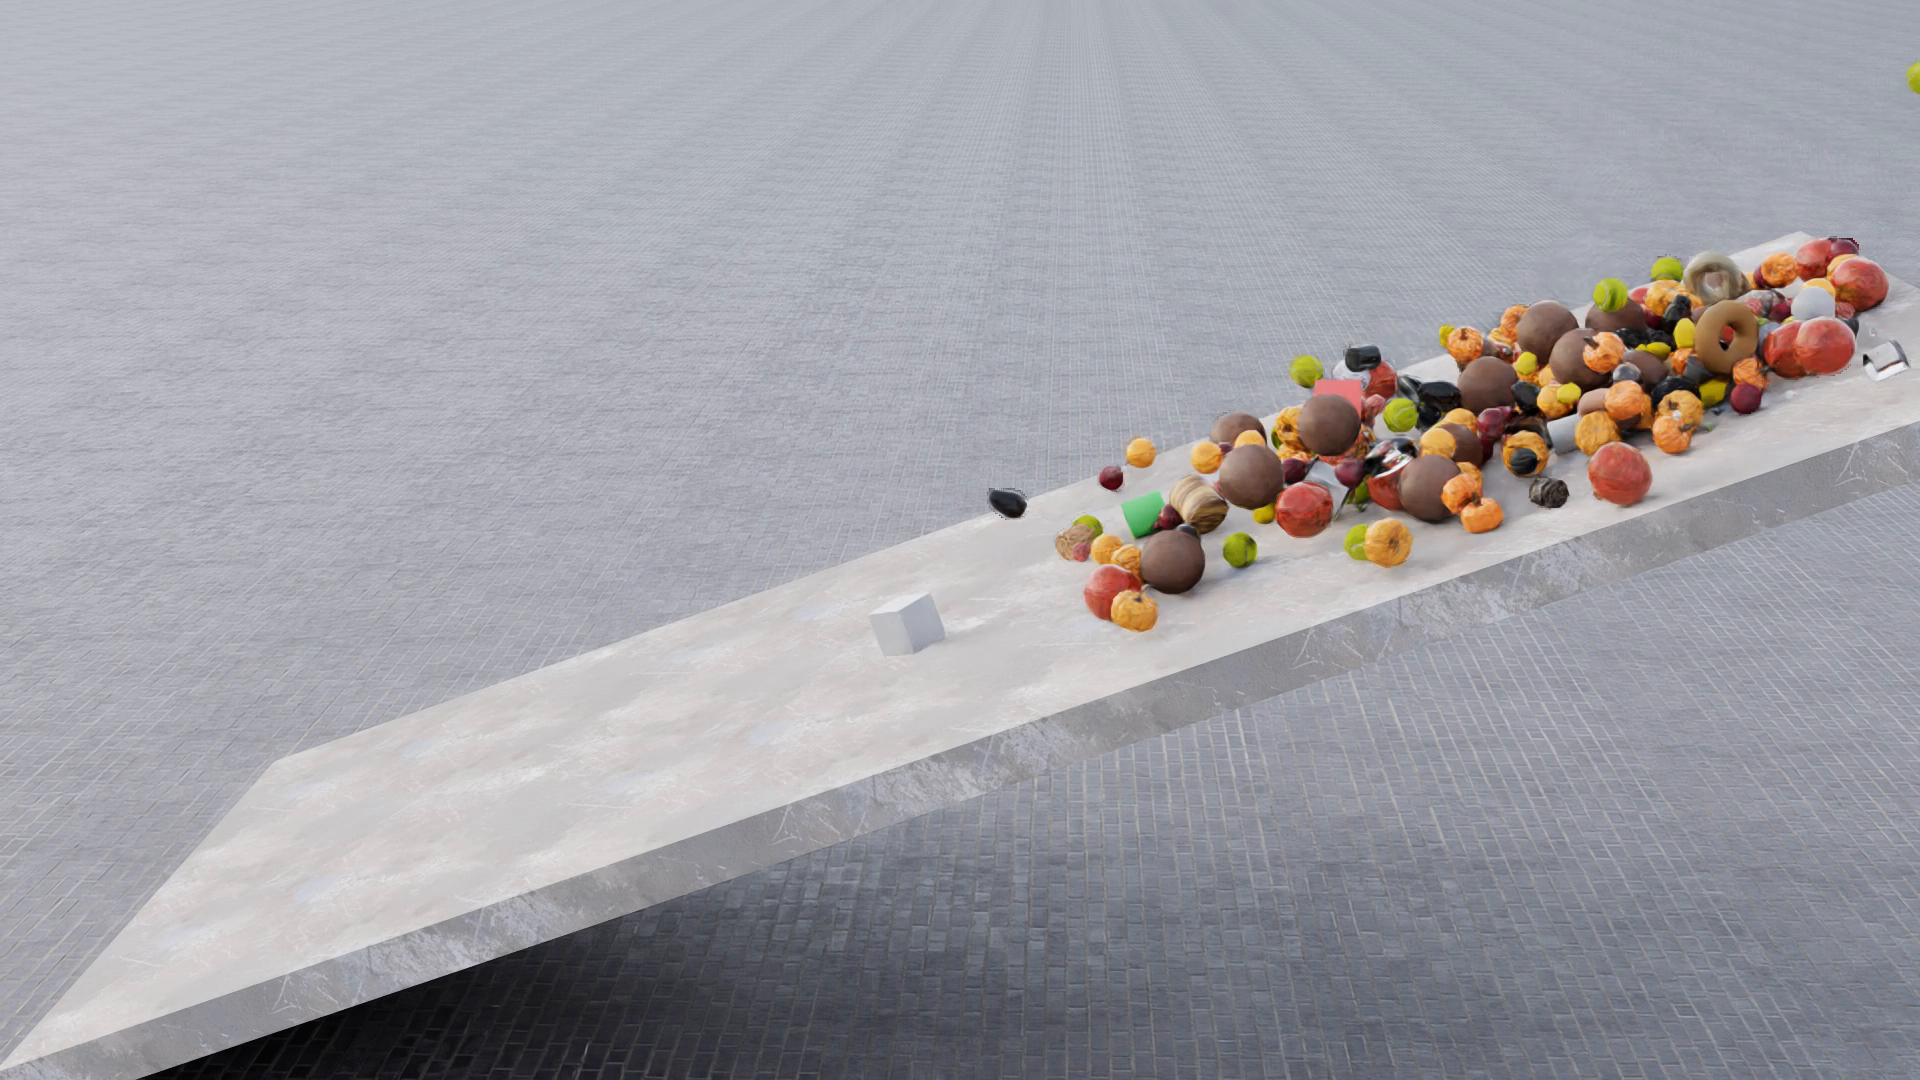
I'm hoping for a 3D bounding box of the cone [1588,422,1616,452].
[{"bbox_3d":[1.234,-0.211,5.713,0.058,0.058,0.058,-33,26,18],"label":"cone"}]

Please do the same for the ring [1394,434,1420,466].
[{"bbox_3d":[0.932,-0.189,6.139,0.026,0.077,0.077,-37,19,-5],"label":"ring"}]

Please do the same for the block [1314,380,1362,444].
[{"bbox_3d":[0.803,-0.273,6.257,0.098,0.098,0.098,0,-29,6],"label":"block"}]

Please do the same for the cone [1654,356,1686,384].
[{"bbox_3d":[1.453,-0.317,5.940,0.076,0.076,0.076,-2,37,-10],"label":"cone"}]

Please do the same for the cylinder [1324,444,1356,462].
[{"bbox_3d":[0.831,-0.203,6.438,0.051,0.051,0.051,9,31,34],"label":"cylinder"}]

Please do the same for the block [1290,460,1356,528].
[{"bbox_3d":[0.732,-0.094,5.920,0.086,0.086,0.086,29,27,9],"label":"block"}]

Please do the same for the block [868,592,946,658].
[{"bbox_3d":[-0.111,0.178,6.178,0.099,0.099,0.099,-8,17,47],"label":"block"}]

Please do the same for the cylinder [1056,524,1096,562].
[{"bbox_3d":[0.253,0.005,6.444,0.063,0.063,0.063,13,35,45],"label":"cylinder"}]

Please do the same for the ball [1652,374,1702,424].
[{"bbox_3d":[1.386,-0.272,5.690,0.095,0.095,0.095,0,13,0],"label":"ball"}]

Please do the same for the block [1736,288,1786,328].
[{"bbox_3d":[1.671,-0.474,6.177,0.076,0.076,0.076,-30,13,-24],"label":"block"}]

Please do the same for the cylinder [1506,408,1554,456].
[{"bbox_3d":[1.140,-0.212,5.858,0.076,0.076,0.076,-28,11,6],"label":"cylinder"}]

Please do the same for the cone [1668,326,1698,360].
[{"bbox_3d":[1.503,-0.383,6.146,0.090,0.090,0.090,32,31,-22],"label":"cone"}]

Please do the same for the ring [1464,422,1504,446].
[{"bbox_3d":[1.081,-0.219,6.061,0.081,0.027,0.081,-6,-25,-3],"label":"ring"}]

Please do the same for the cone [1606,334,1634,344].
[{"bbox_3d":[1.438,-0.408,6.412,0.061,0.061,0.061,2,45,11],"label":"cone"}]

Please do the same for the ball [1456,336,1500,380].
[{"bbox_3d":[1.115,-0.391,6.329,0.095,0.095,0.095,0,13,0],"label":"ball"}]

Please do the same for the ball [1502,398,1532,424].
[{"bbox_3d":[1.159,-0.263,6.117,0.067,0.067,0.067,0,13,0],"label":"ball"}]

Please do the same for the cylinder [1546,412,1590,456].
[{"bbox_3d":[1.197,-0.208,5.782,0.069,0.069,0.069,-18,9,12],"label":"cylinder"}]

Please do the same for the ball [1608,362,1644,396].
[{"bbox_3d":[1.288,-0.311,5.691,0.065,0.065,0.065,0,13,0],"label":"ball"}]

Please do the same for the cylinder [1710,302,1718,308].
[{"bbox_3d":[1.536,-0.431,5.884,0.072,0.072,0.072,18,2,-32],"label":"cylinder"}]

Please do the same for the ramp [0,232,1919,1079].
[{"bbox_3d":[0.114,0.177,6.299,4.000,0.100,2.000,-19,11,6],"label":"ramp"}]

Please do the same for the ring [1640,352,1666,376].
[{"bbox_3d":[1.436,-0.364,6.168,0.097,0.032,0.097,-25,1,0],"label":"ring"}]

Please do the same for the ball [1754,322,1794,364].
[{"bbox_3d":[1.623,-0.394,5.876,0.081,0.081,0.081,0,13,0],"label":"ball"}]

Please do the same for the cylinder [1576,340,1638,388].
[{"bbox_3d":[1.320,-0.359,6.002,0.094,0.094,0.094,5,13,35],"label":"cylinder"}]

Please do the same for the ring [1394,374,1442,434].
[{"bbox_3d":[0.992,-0.296,6.369,0.049,0.146,0.146,-32,17,-3],"label":"ring"}]

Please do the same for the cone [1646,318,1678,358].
[{"bbox_3d":[1.459,-0.408,6.211,0.093,0.093,0.093,-31,27,-27],"label":"cone"}]

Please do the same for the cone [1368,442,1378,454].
[{"bbox_3d":[0.845,-0.159,6.010,0.061,0.061,0.061,30,19,-11],"label":"cone"}]

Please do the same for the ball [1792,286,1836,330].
[{"bbox_3d":[1.688,-0.458,5.818,0.085,0.085,0.085,0,13,0],"label":"ball"}]

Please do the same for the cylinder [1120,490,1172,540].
[{"bbox_3d":[0.406,-0.056,6.411,0.086,0.086,0.086,-20,13,0],"label":"cylinder"}]

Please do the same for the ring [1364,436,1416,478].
[{"bbox_3d":[0.831,-0.161,5.694,0.111,0.037,0.111,-25,-23,-11],"label":"ring"}]

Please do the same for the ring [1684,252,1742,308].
[{"bbox_3d":[1.571,-0.542,6.139,0.123,0.123,0.041,8,27,30],"label":"ring"}]

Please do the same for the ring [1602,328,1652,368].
[{"bbox_3d":[1.372,-0.386,6.087,0.126,0.126,0.042,-5,46,-20],"label":"ring"}]

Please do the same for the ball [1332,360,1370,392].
[{"bbox_3d":[0.849,-0.353,6.379,0.082,0.082,0.082,0,13,0],"label":"ball"}]

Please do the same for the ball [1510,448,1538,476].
[{"bbox_3d":[1.065,-0.148,5.551,0.052,0.052,0.052,0,13,0],"label":"ball"}]

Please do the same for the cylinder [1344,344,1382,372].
[{"bbox_3d":[0.833,-0.376,6.080,0.053,0.053,0.053,-12,17,-35],"label":"cylinder"}]

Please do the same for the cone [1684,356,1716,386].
[{"bbox_3d":[1.424,-0.313,5.724,0.067,0.067,0.067,26,28,-15],"label":"cone"}]

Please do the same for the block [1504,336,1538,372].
[{"bbox_3d":[1.270,-0.421,6.662,0.061,0.061,0.061,-11,12,3],"label":"block"}]

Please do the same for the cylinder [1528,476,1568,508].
[{"bbox_3d":[1.088,-0.089,5.441,0.055,0.055,0.055,-3,8,-14],"label":"cylinder"}]

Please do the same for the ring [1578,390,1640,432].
[{"bbox_3d":[1.259,-0.251,5.701,0.122,0.041,0.122,14,-24,6],"label":"ring"}]

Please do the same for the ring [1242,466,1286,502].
[{"bbox_3d":[0.631,-0.116,6.110,0.101,0.034,0.101,31,18,-11],"label":"ring"}]

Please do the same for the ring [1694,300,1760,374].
[{"bbox_3d":[1.486,-0.392,5.700,0.146,0.146,0.049,-6,14,-26],"label":"ring"}]

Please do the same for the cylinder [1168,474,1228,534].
[{"bbox_3d":[0.505,-0.077,6.228,0.092,0.092,0.092,-7,41,-29],"label":"cylinder"}]

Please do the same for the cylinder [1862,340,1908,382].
[{"bbox_3d":[1.719,-0.332,5.465,0.060,0.060,0.060,-34,18,-5],"label":"cylinder"}]

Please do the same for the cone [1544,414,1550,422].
[{"bbox_3d":[1.183,-0.215,5.938,0.067,0.067,0.067,-8,31,-33],"label":"cone"}]

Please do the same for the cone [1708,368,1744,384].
[{"bbox_3d":[1.511,-0.377,5.875,0.093,0.093,0.093,10,-28,37],"label":"cone"}]
